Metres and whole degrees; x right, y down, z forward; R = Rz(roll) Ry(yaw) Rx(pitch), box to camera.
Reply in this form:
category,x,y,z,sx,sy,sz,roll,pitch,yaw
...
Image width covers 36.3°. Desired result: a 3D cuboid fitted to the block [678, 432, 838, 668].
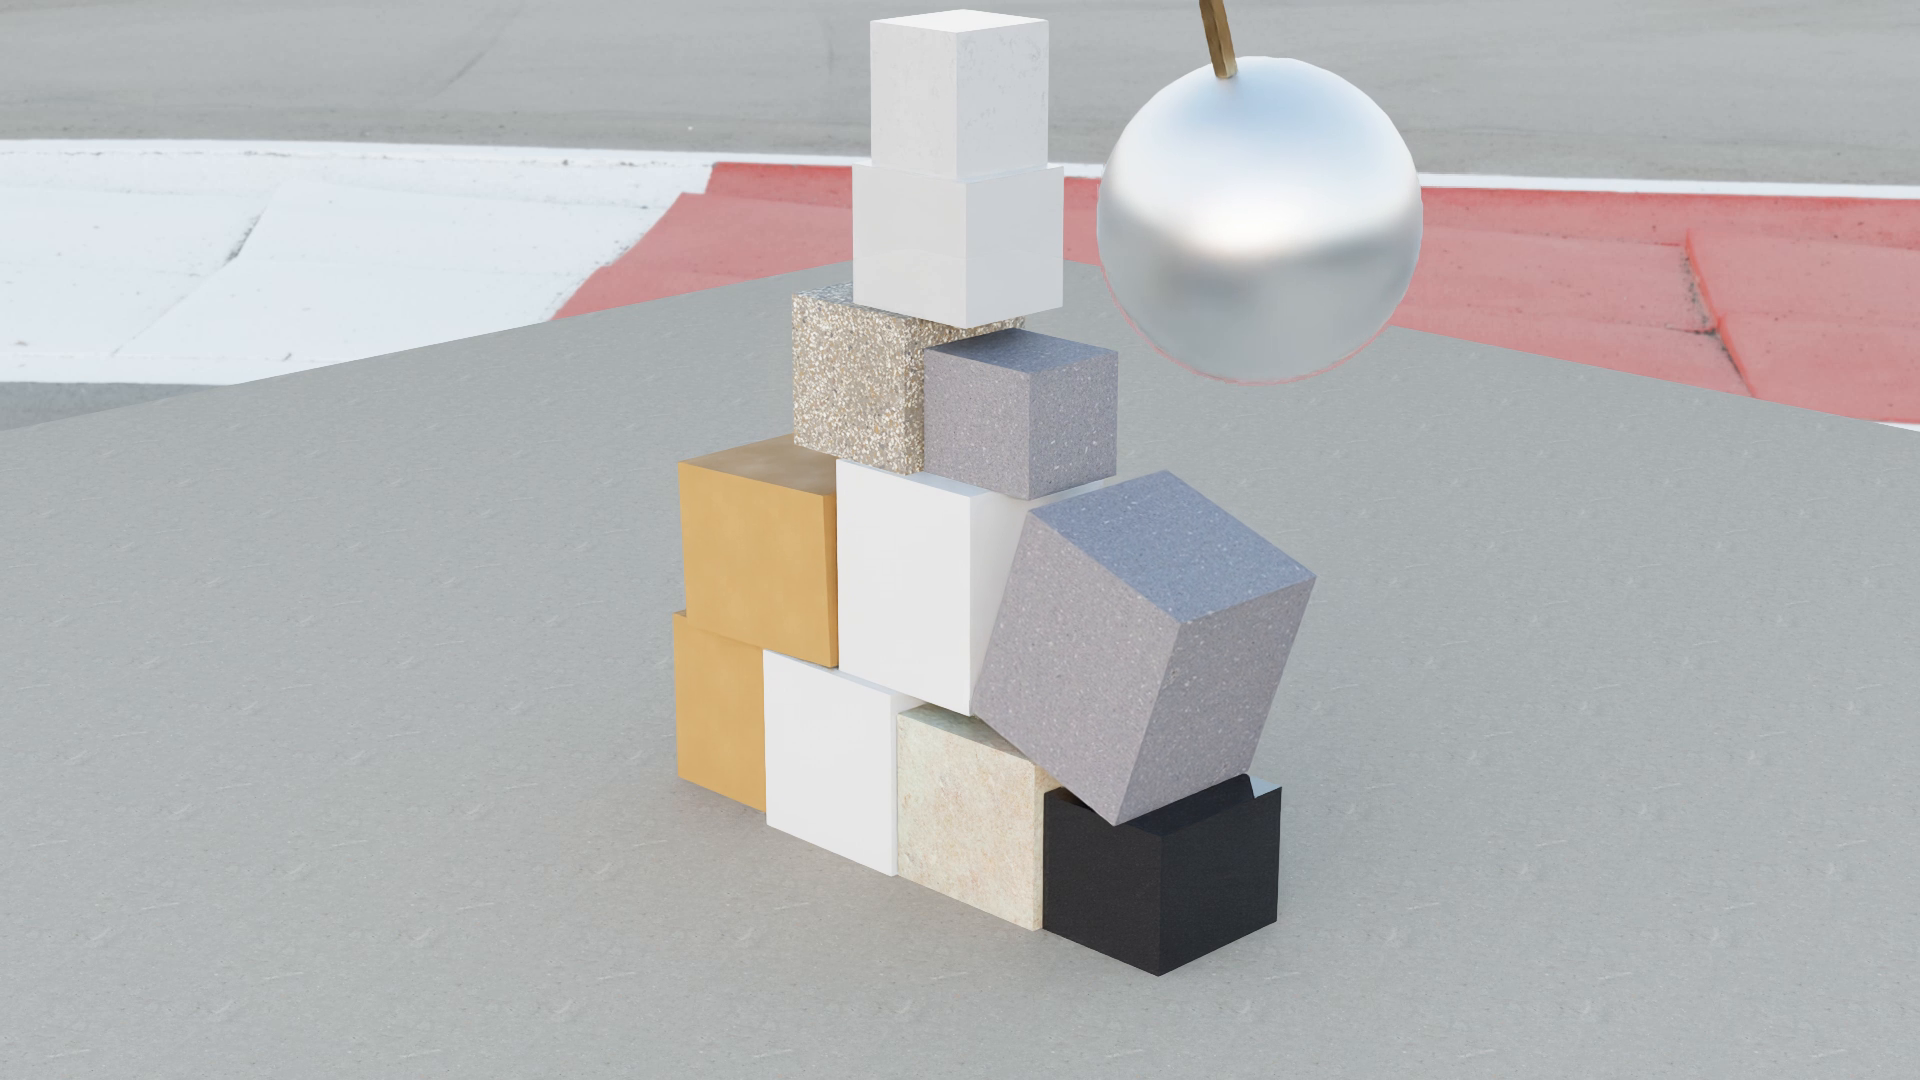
category,x,y,z,sx,sy,sz,roll,pitch,yaw
block,-0.645,0.010,14.014,0.917,0.815,1.021,-17,21,-42

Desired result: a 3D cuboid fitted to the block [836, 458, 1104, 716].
category,x,y,z,sx,sy,sz,roll,pitch,yaw
block,0.045,0.117,13.341,0.854,1.006,0.847,-17,24,-42

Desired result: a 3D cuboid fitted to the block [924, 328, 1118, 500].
category,x,y,z,sx,sy,sz,roll,pitch,yaw
block,0.266,-0.563,12.890,0.560,0.562,0.640,-17,24,-42

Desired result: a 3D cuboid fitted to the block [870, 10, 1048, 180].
category,x,y,z,sx,sy,sz,roll,pitch,yaw
block,-0.002,-1.941,12.730,0.564,0.623,0.526,-17,24,-42

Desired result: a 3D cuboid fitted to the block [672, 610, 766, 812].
category,x,y,z,sx,sy,sz,roll,pitch,yaw
block,-0.871,0.768,14.468,0.748,0.860,0.763,-17,24,-42

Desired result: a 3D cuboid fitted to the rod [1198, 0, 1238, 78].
category,x,y,z,sx,sy,sz,roll,pitch,yaw
rod,0.636,-4.358,12.638,0.080,5.200,0.080,17,44,42

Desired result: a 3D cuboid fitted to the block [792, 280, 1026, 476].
category,x,y,z,sx,sy,sz,roll,pitch,yaw
block,-0.232,-0.778,13.335,0.760,0.706,0.731,-17,24,-42

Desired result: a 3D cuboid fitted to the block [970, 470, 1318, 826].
category,x,y,z,sx,sy,sz,roll,pitch,yaw
block,0.779,0.448,12.637,0.882,1.044,0.907,-17,43,-42

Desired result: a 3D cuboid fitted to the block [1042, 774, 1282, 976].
category,x,y,z,sx,sy,sz,roll,pitch,yaw
block,0.883,1.392,12.843,0.792,0.642,0.679,-17,24,-42

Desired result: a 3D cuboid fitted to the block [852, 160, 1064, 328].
category,x,y,z,sx,sy,sz,roll,pitch,yaw
block,-0.010,-1.343,12.909,0.606,0.627,0.704,-17,24,-42

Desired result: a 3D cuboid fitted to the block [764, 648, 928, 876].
category,x,y,z,sx,sy,sz,roll,pitch,yaw
block,-0.281,0.928,13.917,0.954,0.885,0.862,-17,24,-42

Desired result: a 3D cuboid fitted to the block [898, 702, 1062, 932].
category,x,y,z,sx,sy,sz,roll,pitch,yaw
block,0.339,1.154,13.352,0.906,0.791,0.854,-17,24,-42

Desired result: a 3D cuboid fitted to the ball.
category,x,y,z,sx,sy,sz,roll,pitch,yaw
ball,1.467,-1.564,14.388,1.600,1.600,1.600,0,17,0
